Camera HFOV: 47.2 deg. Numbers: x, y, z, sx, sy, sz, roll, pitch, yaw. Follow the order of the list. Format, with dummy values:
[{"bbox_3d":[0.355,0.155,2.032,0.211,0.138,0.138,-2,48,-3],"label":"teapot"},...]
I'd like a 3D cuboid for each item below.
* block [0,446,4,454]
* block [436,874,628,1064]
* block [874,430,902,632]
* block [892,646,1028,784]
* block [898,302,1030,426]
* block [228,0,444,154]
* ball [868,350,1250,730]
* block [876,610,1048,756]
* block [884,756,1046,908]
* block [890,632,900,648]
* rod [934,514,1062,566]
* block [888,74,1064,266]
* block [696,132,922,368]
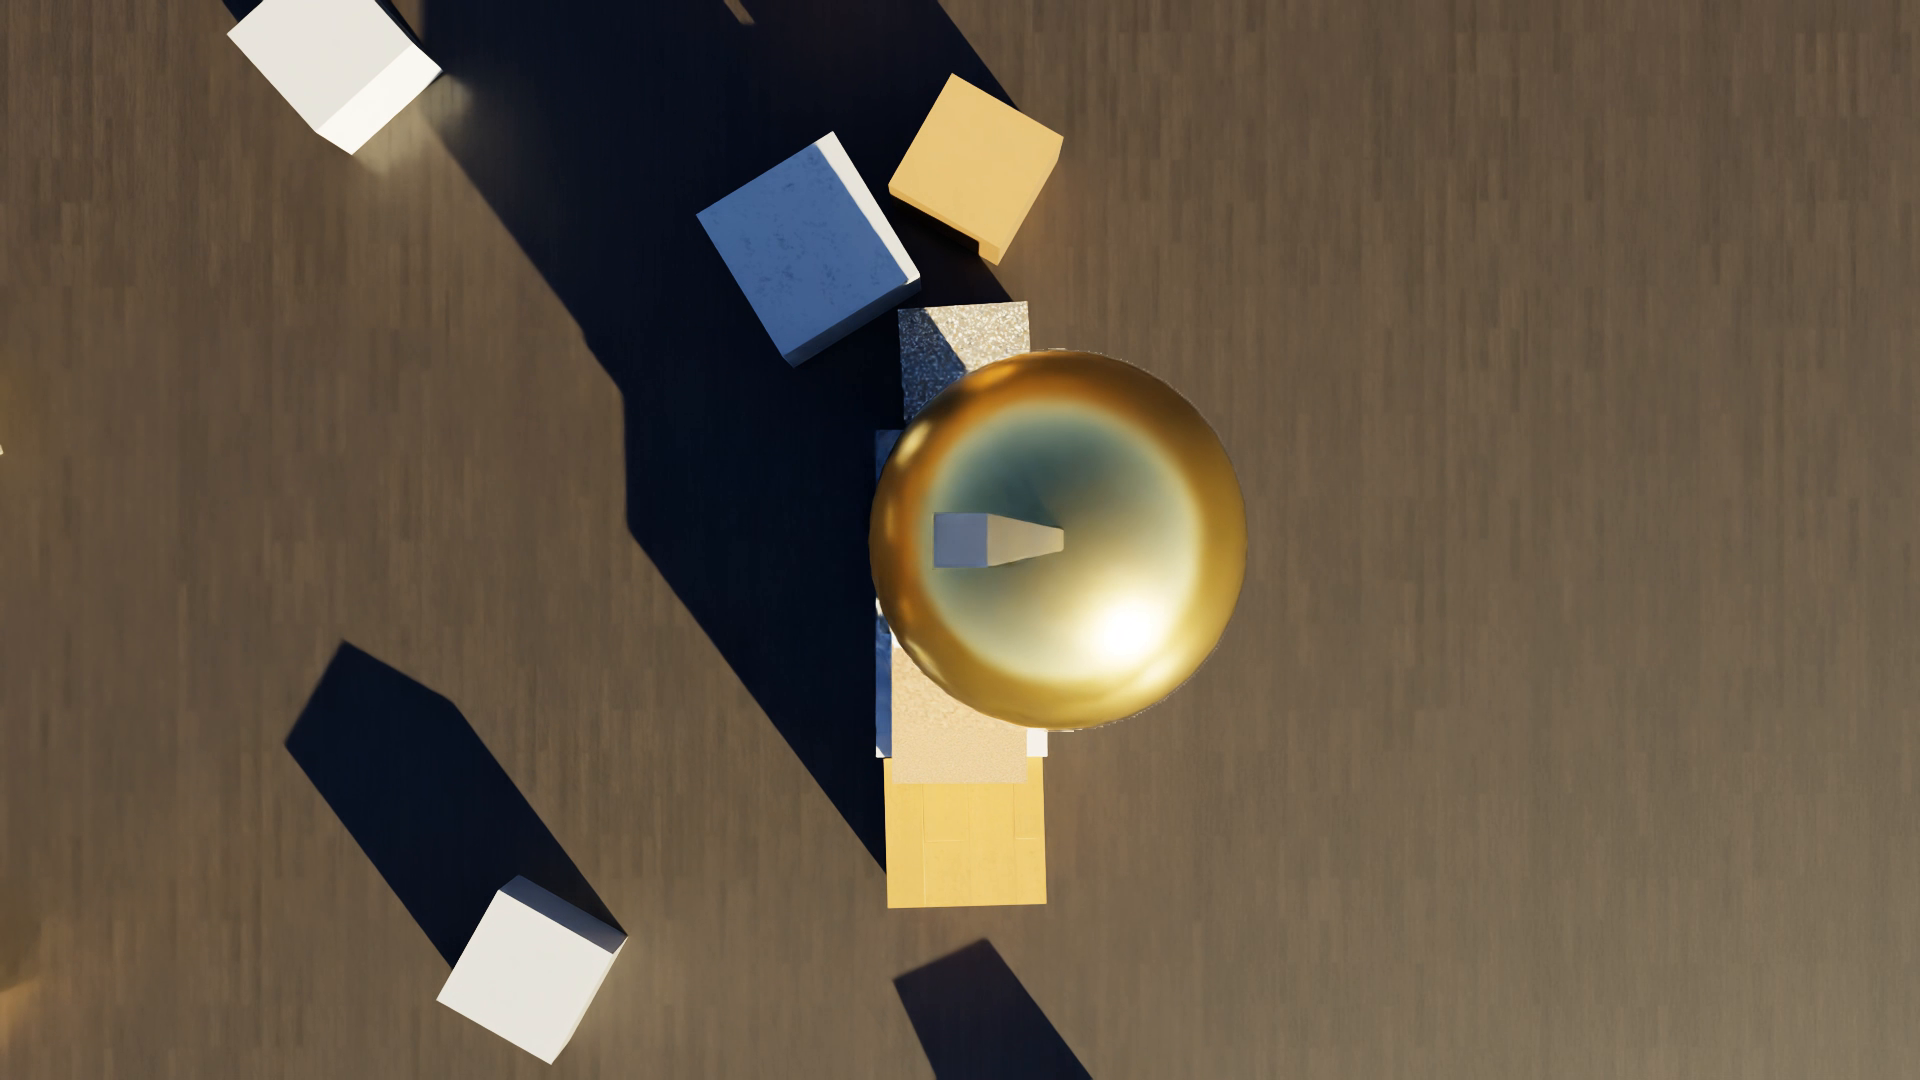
[{"bbox_3d":[-6.143,-0.739,12.660,0.776,0.680,0.743,-19,90,0],"label":"block"},{"bbox_3d":[-2.459,2.469,12.711,0.744,0.579,0.713,29,90,0],"label":"block"},{"bbox_3d":[0.016,-0.030,11.633,0.891,0.898,0.884,0,76,0],"label":"block"},{"bbox_3d":[-0.003,0.895,11.726,0.702,0.589,0.739,0,90,0],"label":"block"},{"bbox_3d":[0.037,-0.945,12.638,0.724,0.724,0.731,-4,90,0],"label":"block"},{"bbox_3d":[-3.571,-2.797,12.634,0.734,0.732,0.736,-42,90,0],"label":"block"},{"bbox_3d":[0.410,0.000,9.257,1.600,1.600,1.600,0,90,0],"label":"ball"},{"bbox_3d":[0.008,0.732,12.510,0.934,0.980,0.905,0,90,0],"label":"block"},{"bbox_3d":[0.028,1.606,12.564,0.874,0.873,0.823,-2,90,0],"label":"block"},{"bbox_3d":[-0.004,0.095,10.786,0.676,0.689,0.736,-1,76,0],"label":"block"},{"bbox_3d":[0.178,0.000,5.865,0.080,5.200,0.080,0,90,4],"label":"rod"},{"bbox_3d":[0.089,-2.109,12.616,0.716,0.768,0.713,30,90,0],"label":"block"},{"bbox_3d":[-0.844,-1.640,12.590,0.889,0.820,0.921,-31,90,0],"label":"block"}]
